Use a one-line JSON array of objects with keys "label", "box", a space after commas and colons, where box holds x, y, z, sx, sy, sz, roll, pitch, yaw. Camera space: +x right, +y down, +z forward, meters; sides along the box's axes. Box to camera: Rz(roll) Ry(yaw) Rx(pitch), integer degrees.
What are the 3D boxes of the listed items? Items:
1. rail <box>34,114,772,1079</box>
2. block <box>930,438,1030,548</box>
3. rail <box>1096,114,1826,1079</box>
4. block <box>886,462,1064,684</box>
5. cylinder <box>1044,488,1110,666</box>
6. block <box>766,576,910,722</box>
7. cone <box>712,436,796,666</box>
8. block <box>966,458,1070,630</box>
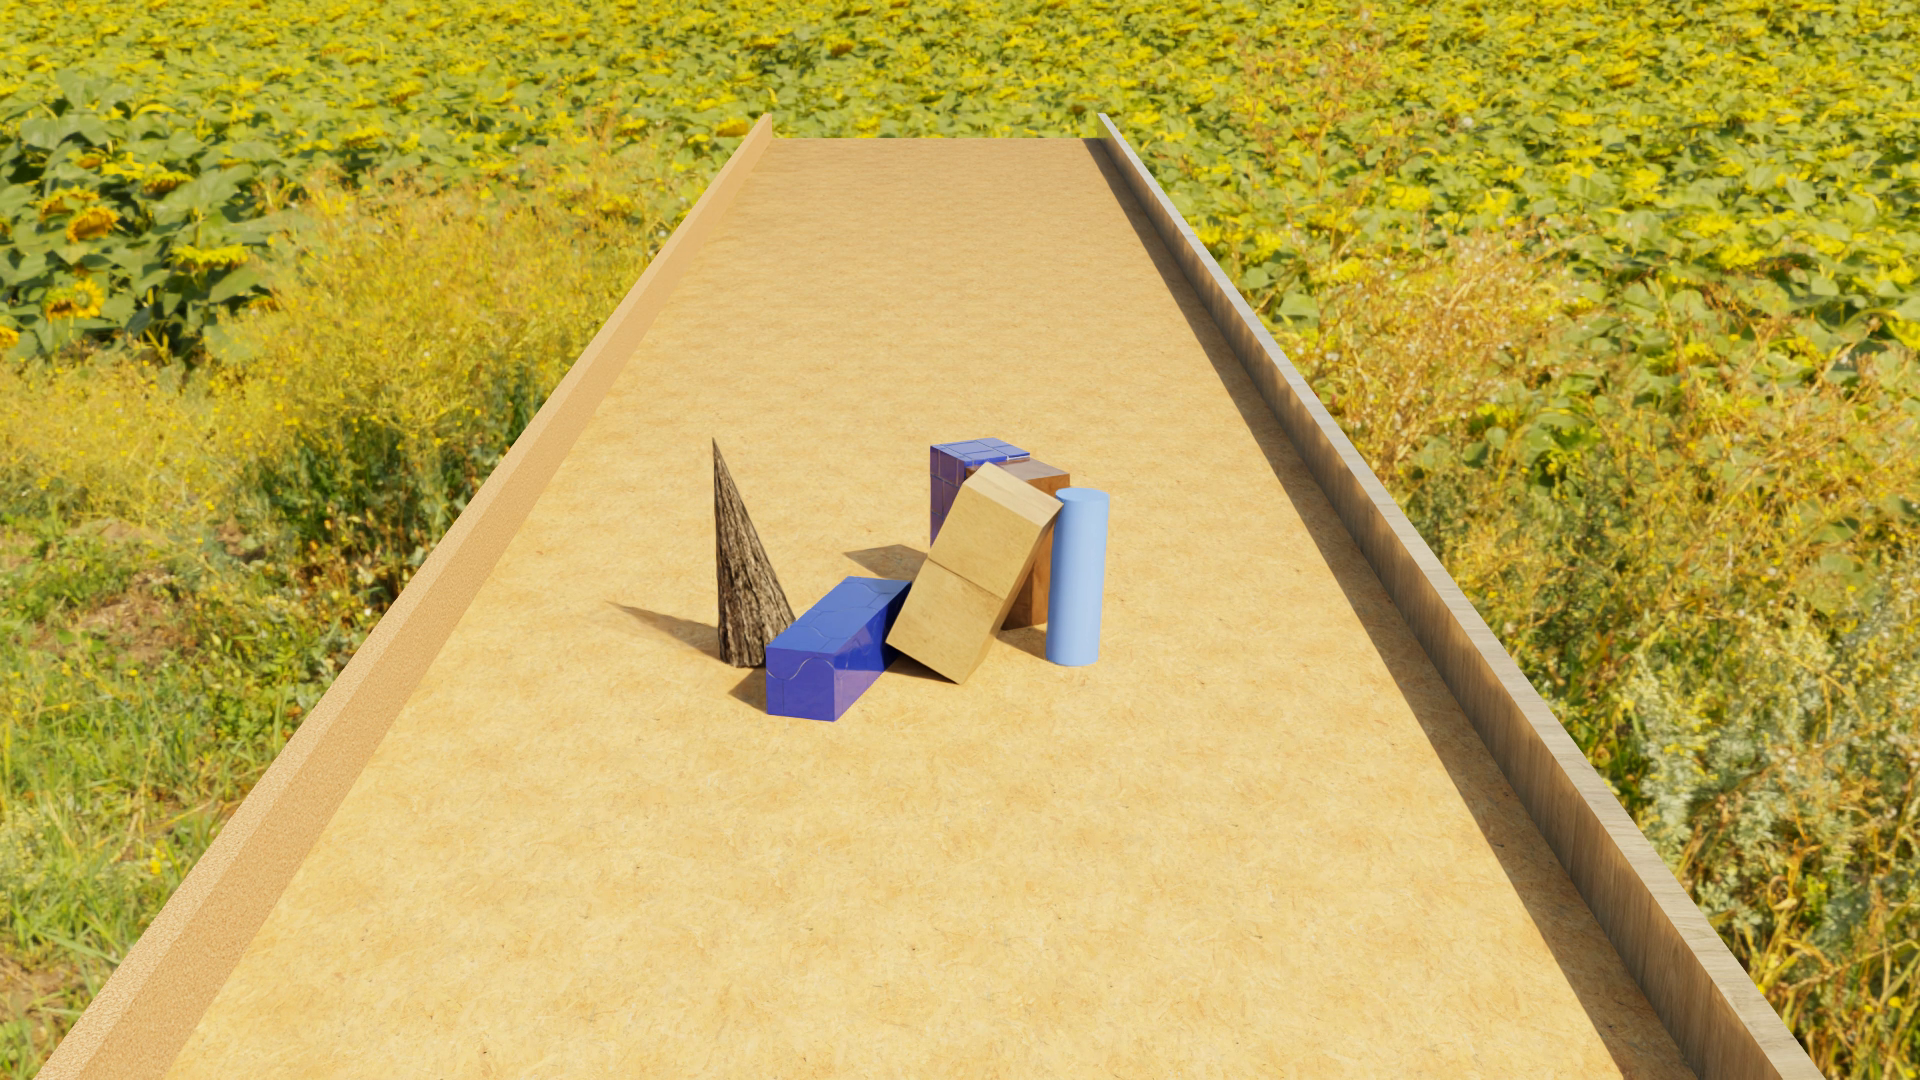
[{"label": "rail", "box": [-1.118, -0.838, 7.780, 0.050, 0.150, 12.000, 0, 17, -1]}, {"label": "block", "box": [0.042, -0.039, 4.782, 0.158, 0.328, 0.158, -9, 19, -27]}, {"label": "rail", "box": [0.932, -0.844, 7.801, 0.050, 0.150, 12.000, 0, 17, -1]}, {"label": "block", "box": [0.029, 0.064, 4.297, 0.173, 0.368, 0.173, 29, 22, 7]}, {"label": "cylinder", "box": [0.233, 0.072, 4.381, 0.108, 0.338, 0.108, 3, 16, -1]}, {"label": "block", "box": [-0.231, 0.206, 4.297, 0.135, 0.135, 0.459, 5, 17, 16]}, {"label": "cone", "box": [-0.441, 0.006, 4.361, 0.174, 0.457, 0.174, -10, 20, 4]}, {"label": "block", "box": [0.121, 0.006, 4.646, 0.159, 0.318, 0.159, -9, 19, -28]}]
